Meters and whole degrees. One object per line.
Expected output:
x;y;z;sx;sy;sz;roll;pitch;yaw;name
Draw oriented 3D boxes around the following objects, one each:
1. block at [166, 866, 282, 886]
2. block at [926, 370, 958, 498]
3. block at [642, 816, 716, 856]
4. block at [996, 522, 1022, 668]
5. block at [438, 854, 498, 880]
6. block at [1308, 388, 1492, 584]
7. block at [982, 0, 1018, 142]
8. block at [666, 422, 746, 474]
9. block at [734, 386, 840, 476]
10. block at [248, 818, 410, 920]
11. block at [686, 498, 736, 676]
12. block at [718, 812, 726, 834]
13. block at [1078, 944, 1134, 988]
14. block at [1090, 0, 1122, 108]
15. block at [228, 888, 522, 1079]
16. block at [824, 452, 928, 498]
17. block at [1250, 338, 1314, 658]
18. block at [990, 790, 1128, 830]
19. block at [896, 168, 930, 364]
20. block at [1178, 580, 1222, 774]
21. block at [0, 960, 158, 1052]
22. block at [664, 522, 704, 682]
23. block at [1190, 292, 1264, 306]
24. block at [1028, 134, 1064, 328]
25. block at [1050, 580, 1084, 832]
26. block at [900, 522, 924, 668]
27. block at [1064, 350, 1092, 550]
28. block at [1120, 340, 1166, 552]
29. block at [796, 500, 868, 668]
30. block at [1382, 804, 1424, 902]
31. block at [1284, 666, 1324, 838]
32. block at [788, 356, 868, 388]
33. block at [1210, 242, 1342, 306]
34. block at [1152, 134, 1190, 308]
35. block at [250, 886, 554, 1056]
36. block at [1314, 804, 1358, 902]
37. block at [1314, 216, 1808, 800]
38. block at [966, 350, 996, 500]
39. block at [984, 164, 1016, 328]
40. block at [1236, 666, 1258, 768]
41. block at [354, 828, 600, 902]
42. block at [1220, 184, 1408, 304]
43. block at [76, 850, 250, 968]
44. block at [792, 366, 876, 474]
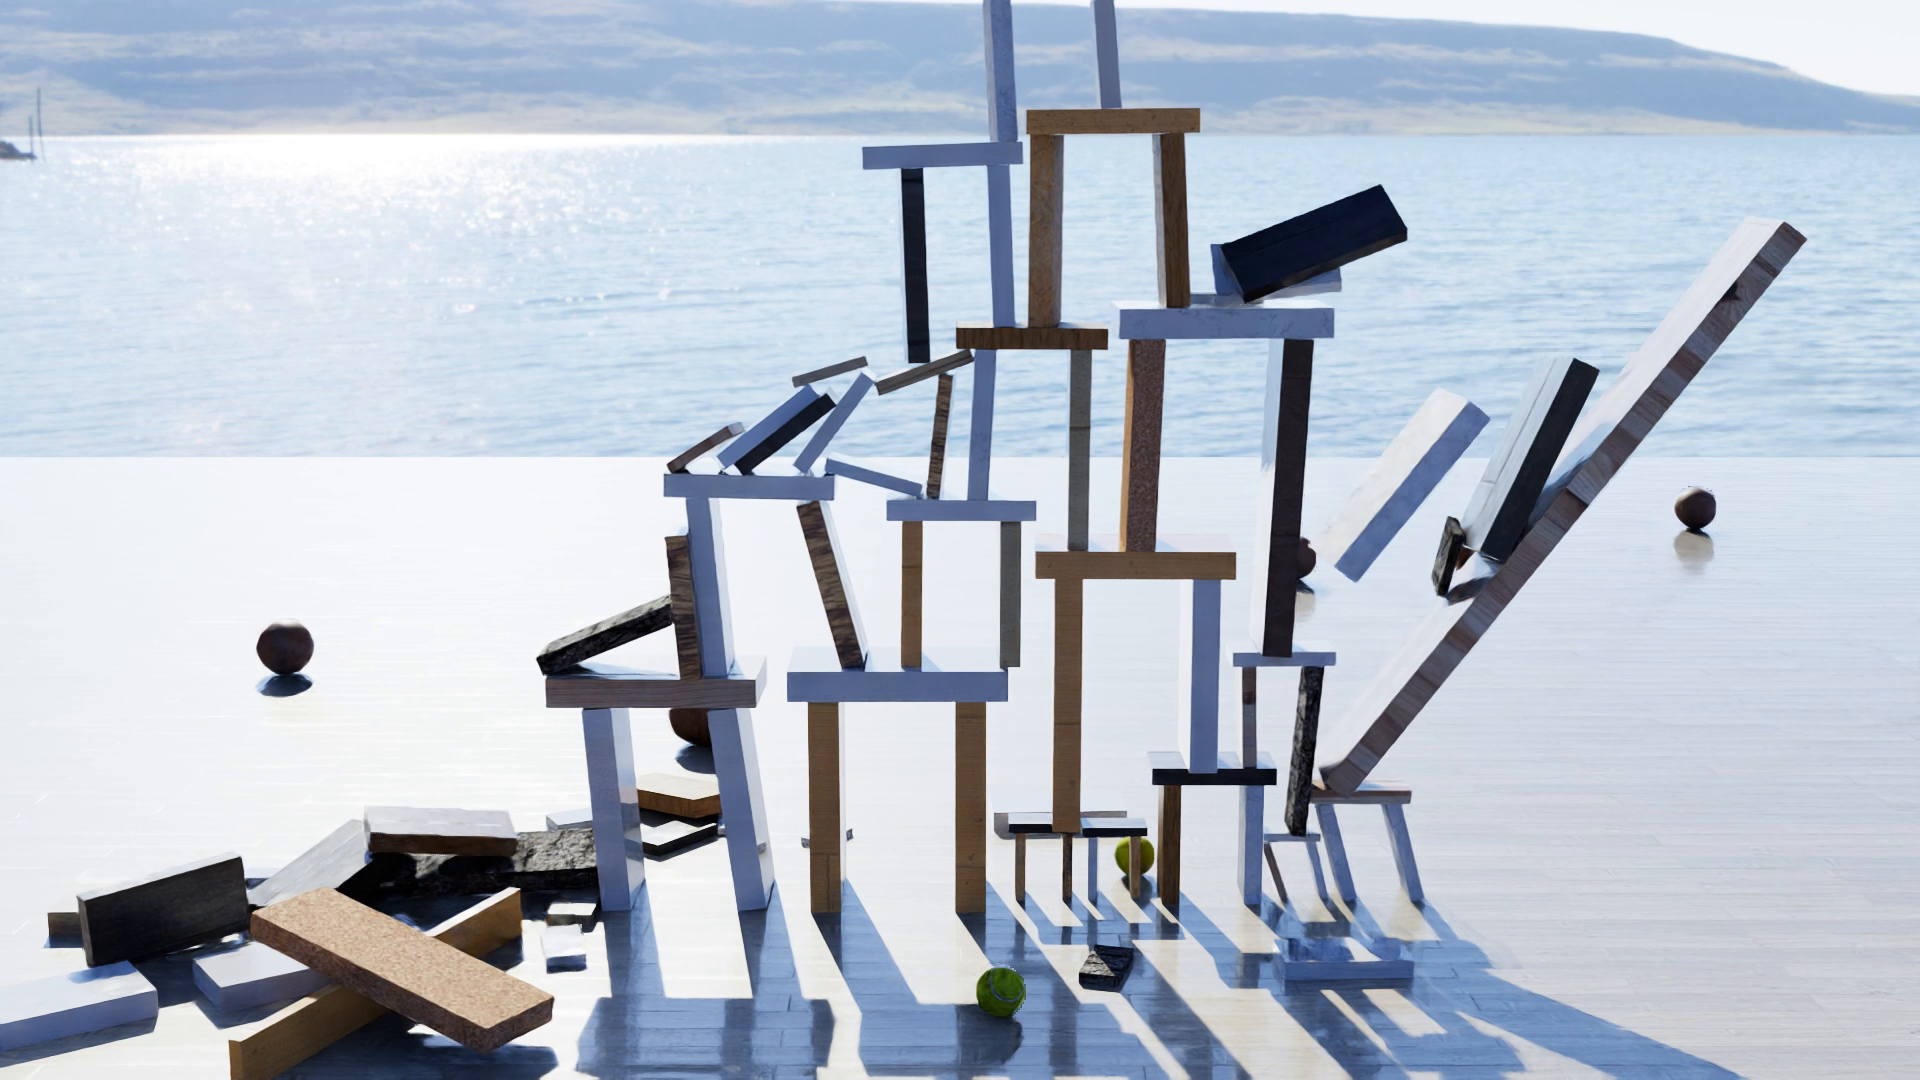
-1.101;0.572;3.726;0.506;0.014;0.050;1;11;4;block
-0.030;-0.172;3.525;0.023;0.196;0.080;7;11;3;block
-0.514;0.530;3.934;0.074;0.021;0.149;8;13;36;block
0.079;0.077;3.569;0.034;0.238;0.119;0;11;-2;block
-0.812;0.531;3.644;0.049;0.014;0.097;12;26;33;block
0.704;-0.091;3.545;0.047;0.335;0.167;37;6;-11;block
0.061;-0.762;3.441;0.032;0.274;0.112;-4;11;-5;block
-0.402;-0.146;3.476;0.122;0.017;0.061;-30;1;18;block
-0.274;-0.173;3.489;0.185;0.026;0.093;-37;9;6;block
-1.033;0.548;3.602;0.135;0.038;0.269;6;26;27;block
-0.405;0.064;3.573;0.038;0.288;0.135;-5;11;1;block
-0.421;0.512;4.051;0.047;0.013;0.151;-1;11;-4;block
0.222;0.644;3.331;0.059;0.017;0.119;3;11;16;block
0.224;-0.783;3.414;0.032;0.223;0.112;-5;10;1;block
-0.829;0.641;3.192;0.021;0.074;0.643;4;11;23;block
-0.135;-0.105;3.532;0.159;0.023;0.080;15;10;2;block
0.517;-0.078;3.547;0.047;0.507;0.167;2;10;0;block
0.179;0.500;4.061;0.244;0.035;0.122;-1;11;-3;block
-0.074;-0.434;3.486;0.035;0.302;0.125;-3;8;-4;block
0.391;0.205;3.597;0.045;0.319;0.159;0;11;-1;block
-1.307;0.669;3.133;0.281;0.040;0.140;-8;13;-35;block
-0.438;0.098;3.536;0.033;0.236;0.118;-5;11;1;block
0.422;-0.386;3.511;0.119;0.017;0.059;-2;9;-3;block
0.137;-0.491;3.486;0.038;0.297;0.133;2;11;9;block
0.174;0.254;3.610;0.045;0.419;0.159;0;11;1;block
-0.079;0.076;3.570;0.034;0.238;0.119;0;10;-2;block
0.189;-0.152;3.529;0.034;0.318;0.119;0;11;0;block
0.292;-0.162;3.532;0.047;0.335;0.167;2;11;0;block
-0.207;0.059;3.571;0.038;0.271;0.135;-15;10;3;block
0.734;0.507;3.658;0.024;0.167;0.083;-15;10;3;block
0.566;0.338;3.617;0.024;0.287;0.084;5;11;0;block
-0.209;-0.266;3.488;0.122;0.017;0.061;-17;5;-7;block
0.496;-0.428;3.458;0.195;0.098;0.028;-6;-27;6;block
0.333;-0.506;3.468;0.038;0.266;0.133;-3;11;0;block
-0.795;0.605;3.120;0.448;0.040;0.140;18;16;27;block
0.623;0.507;3.658;0.024;0.167;0.083;-16;10;3;block
0.945;-0.051;3.540;0.047;1.123;0.167;37;9;-5;block
0.034;-0.191;3.518;0.034;0.238;0.119;3;10;-1;block
0.063;-0.468;3.482;0.035;0.249;0.125;-3;11;-1;block
0.469;0.280;3.608;0.024;0.167;0.084;-2;10;0;block
-0.802;0.542;3.684;0.427;0.038;0.135;-3;22;0;block
0.551;-0.463;3.429;0.273;0.098;0.028;-21;-29;-2;block
-1.222;0.573;3.384;0.244;0.122;0.035;-14;17;-39;block
-0.200;-0.192;3.519;0.026;0.185;0.093;37;8;-6;block
